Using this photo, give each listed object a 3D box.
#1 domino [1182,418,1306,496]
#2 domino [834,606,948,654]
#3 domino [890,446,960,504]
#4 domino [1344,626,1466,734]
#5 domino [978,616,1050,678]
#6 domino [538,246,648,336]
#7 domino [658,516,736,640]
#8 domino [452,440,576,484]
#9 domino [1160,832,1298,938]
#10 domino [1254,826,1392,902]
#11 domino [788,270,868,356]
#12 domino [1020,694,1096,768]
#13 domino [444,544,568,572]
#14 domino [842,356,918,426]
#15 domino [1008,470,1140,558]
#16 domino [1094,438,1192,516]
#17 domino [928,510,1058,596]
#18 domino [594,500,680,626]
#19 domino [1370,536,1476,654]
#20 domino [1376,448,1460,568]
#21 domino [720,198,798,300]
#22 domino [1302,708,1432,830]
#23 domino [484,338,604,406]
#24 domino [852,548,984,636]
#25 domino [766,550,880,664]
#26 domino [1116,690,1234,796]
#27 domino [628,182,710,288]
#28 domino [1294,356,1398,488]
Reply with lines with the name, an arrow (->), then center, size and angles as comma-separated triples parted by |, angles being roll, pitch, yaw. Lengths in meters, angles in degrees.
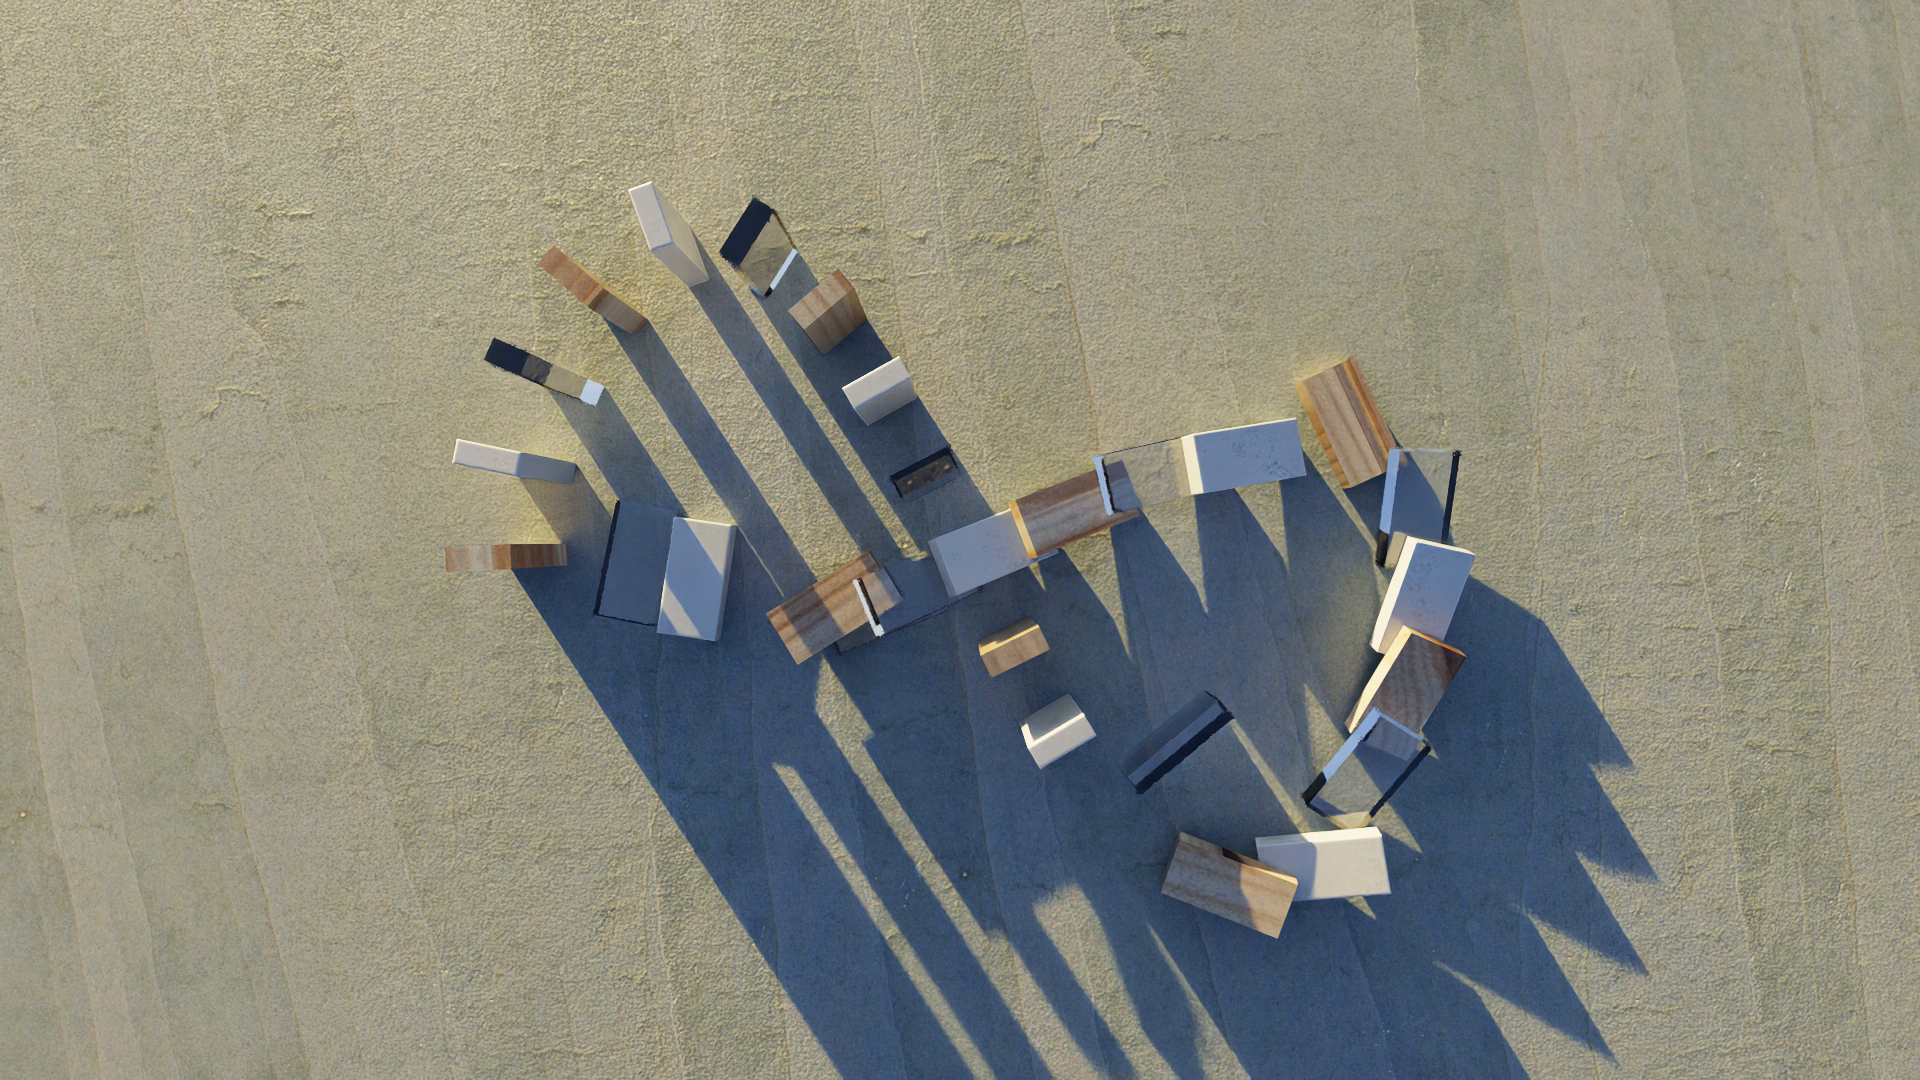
domino -> 0.121, -0.035, 0.389 | 0.050, 0.010, 0.025 | -10, 90, -15
domino -> -0.033, 0.028, 0.395 | 0.050, 0.010, 0.025 | -22, 90, 0
domino -> -0.014, -0.026, 0.375 | 0.025, 0.050, 0.009 | -27, 90, 0
domino -> 0.188, 0.064, 0.389 | 0.025, 0.009, 0.050 | 24, 105, 0
domino -> 0.021, 0.043, 0.375 | 0.025, 0.050, 0.009 | -26, 90, 0
domino -> -0.149, -0.101, 0.375 | 0.025, 0.050, 0.010 | 41, 90, 0
domino -> -0.113, 0.017, 0.395 | 0.025, 0.010, 0.050 | 8, 90, 0
domino -> -0.181, -0.031, 0.375 | 0.025, 0.050, 0.010 | 12, 90, 0
domino -> 0.114, 0.146, 0.389 | 0.050, 0.010, 0.025 | 19, 98, 11
domino -> 0.154, 0.138, 0.389 | 0.050, 0.009, 0.025 | -10, 92, 13
domino -> -0.053, -0.092, 0.375 | 0.025, 0.050, 0.009 | -40, 90, 0
domino -> 0.039, 0.077, 0.375 | 0.025, 0.050, 0.009 | -31, 90, 0
domino -> -0.184, 0.007, 0.375 | 0.025, 0.050, 0.010 | -3, 90, 0
domino -> -0.032, -0.060, 0.375 | 0.025, 0.050, 0.010 | -29, 90, 0
domino -> 0.048, -0.013, 0.389 | 0.050, 0.009, 0.025 | -21, 90, -16
domino -> 0.084, -0.028, 0.389 | 0.050, 0.009, 0.025 | -13, 90, -15
domino -> 0.014, 0.003, 0.386 | 0.050, 0.010, 0.025 | -22, 90, -22
domino -> -0.139, 0.010, 0.395 | 0.025, 0.010, 0.050 | 11, 90, 0
domino -> 0.196, 0.026, 0.389 | 0.025, 0.009, 0.050 | 12, 105, 0
domino -> 0.194, -0.013, 0.390 | 0.025, 0.009, 0.050 | 1, 104, 0
domino -> -0.081, -0.118, 0.375 | 0.009, 0.050, 0.025 | 32, 90, 0
domino -> 0.172, 0.099, 0.389 | 0.025, 0.010, 0.050 | 32, 105, 0
domino -> -0.169, -0.068, 0.375 | 0.025, 0.050, 0.010 | 24, 90, 0
domino -> -0.017, 0.019, 0.381 | 0.050, 0.009, 0.025 | -23, 91, -29
domino -> -0.053, 0.028, 0.386 | 0.050, 0.010, 0.025 | -32, 90, 0
domino -> 0.090, 0.085, 0.388 | 0.050, 0.025, 0.009 | -40, 90, 0
domino -> -0.118, -0.124, 0.375 | 0.009, 0.050, 0.025 | -20, 90, 0
domino -> 0.168, -0.050, 0.395 | 0.025, 0.010, 0.050 | -25, 90, 0
